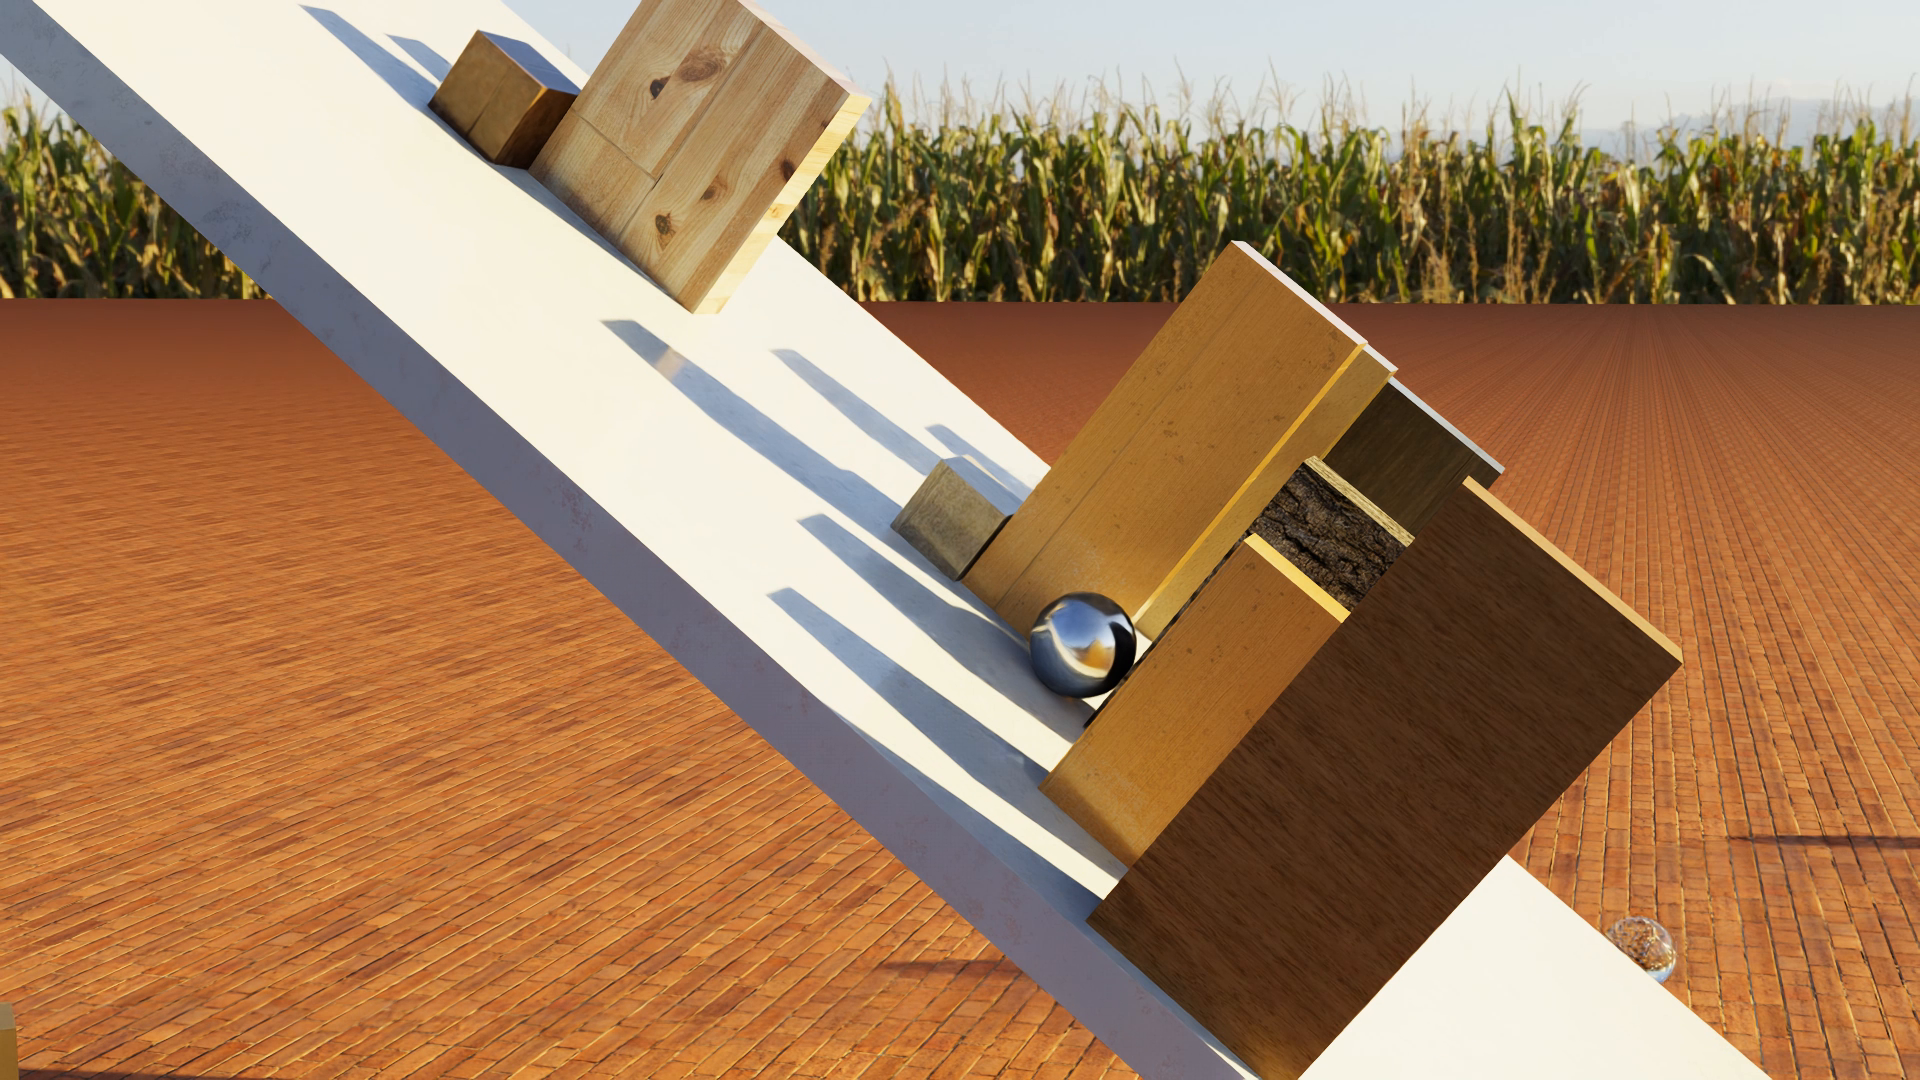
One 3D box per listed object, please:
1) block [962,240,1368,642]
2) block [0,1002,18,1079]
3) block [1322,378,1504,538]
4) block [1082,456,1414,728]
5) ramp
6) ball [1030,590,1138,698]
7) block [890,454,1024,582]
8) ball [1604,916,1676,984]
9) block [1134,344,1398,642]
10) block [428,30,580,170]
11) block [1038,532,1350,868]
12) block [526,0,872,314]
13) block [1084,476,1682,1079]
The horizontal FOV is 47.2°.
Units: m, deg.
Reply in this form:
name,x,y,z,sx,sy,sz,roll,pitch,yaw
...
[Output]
name,x,y,z,sx,sy,sz,roll,pitch,yaw
block,0.351,-0.133,3.842,0.276,0.764,0.139,41,16,9
block,-2.202,1.163,4.875,0.201,0.201,0.201,-3,8,-26
block,0.798,0.004,4.622,0.321,0.659,0.134,41,16,9
block,0.536,0.205,3.641,0.370,0.581,0.129,41,16,9
ramp,-0.020,0.071,4.049,4.000,0.100,2.000,41,16,9
ball,0.209,0.178,3.736,0.183,0.183,0.183,0,7,0
block,0.002,-0.041,3.940,0.154,0.154,0.154,41,16,10
ball,1.758,1.070,5.700,0.189,0.189,0.189,0,7,0
block,0.530,-0.143,4.356,0.259,0.709,0.128,41,16,9
block,-0.863,-0.839,4.216,0.180,0.180,0.180,42,16,13
block,0.434,0.316,3.272,0.416,0.496,0.098,41,16,9
block,-0.501,-0.773,4.204,0.440,0.517,0.124,41,16,9
block,0.556,0.334,2.949,0.353,0.792,0.111,41,16,9
